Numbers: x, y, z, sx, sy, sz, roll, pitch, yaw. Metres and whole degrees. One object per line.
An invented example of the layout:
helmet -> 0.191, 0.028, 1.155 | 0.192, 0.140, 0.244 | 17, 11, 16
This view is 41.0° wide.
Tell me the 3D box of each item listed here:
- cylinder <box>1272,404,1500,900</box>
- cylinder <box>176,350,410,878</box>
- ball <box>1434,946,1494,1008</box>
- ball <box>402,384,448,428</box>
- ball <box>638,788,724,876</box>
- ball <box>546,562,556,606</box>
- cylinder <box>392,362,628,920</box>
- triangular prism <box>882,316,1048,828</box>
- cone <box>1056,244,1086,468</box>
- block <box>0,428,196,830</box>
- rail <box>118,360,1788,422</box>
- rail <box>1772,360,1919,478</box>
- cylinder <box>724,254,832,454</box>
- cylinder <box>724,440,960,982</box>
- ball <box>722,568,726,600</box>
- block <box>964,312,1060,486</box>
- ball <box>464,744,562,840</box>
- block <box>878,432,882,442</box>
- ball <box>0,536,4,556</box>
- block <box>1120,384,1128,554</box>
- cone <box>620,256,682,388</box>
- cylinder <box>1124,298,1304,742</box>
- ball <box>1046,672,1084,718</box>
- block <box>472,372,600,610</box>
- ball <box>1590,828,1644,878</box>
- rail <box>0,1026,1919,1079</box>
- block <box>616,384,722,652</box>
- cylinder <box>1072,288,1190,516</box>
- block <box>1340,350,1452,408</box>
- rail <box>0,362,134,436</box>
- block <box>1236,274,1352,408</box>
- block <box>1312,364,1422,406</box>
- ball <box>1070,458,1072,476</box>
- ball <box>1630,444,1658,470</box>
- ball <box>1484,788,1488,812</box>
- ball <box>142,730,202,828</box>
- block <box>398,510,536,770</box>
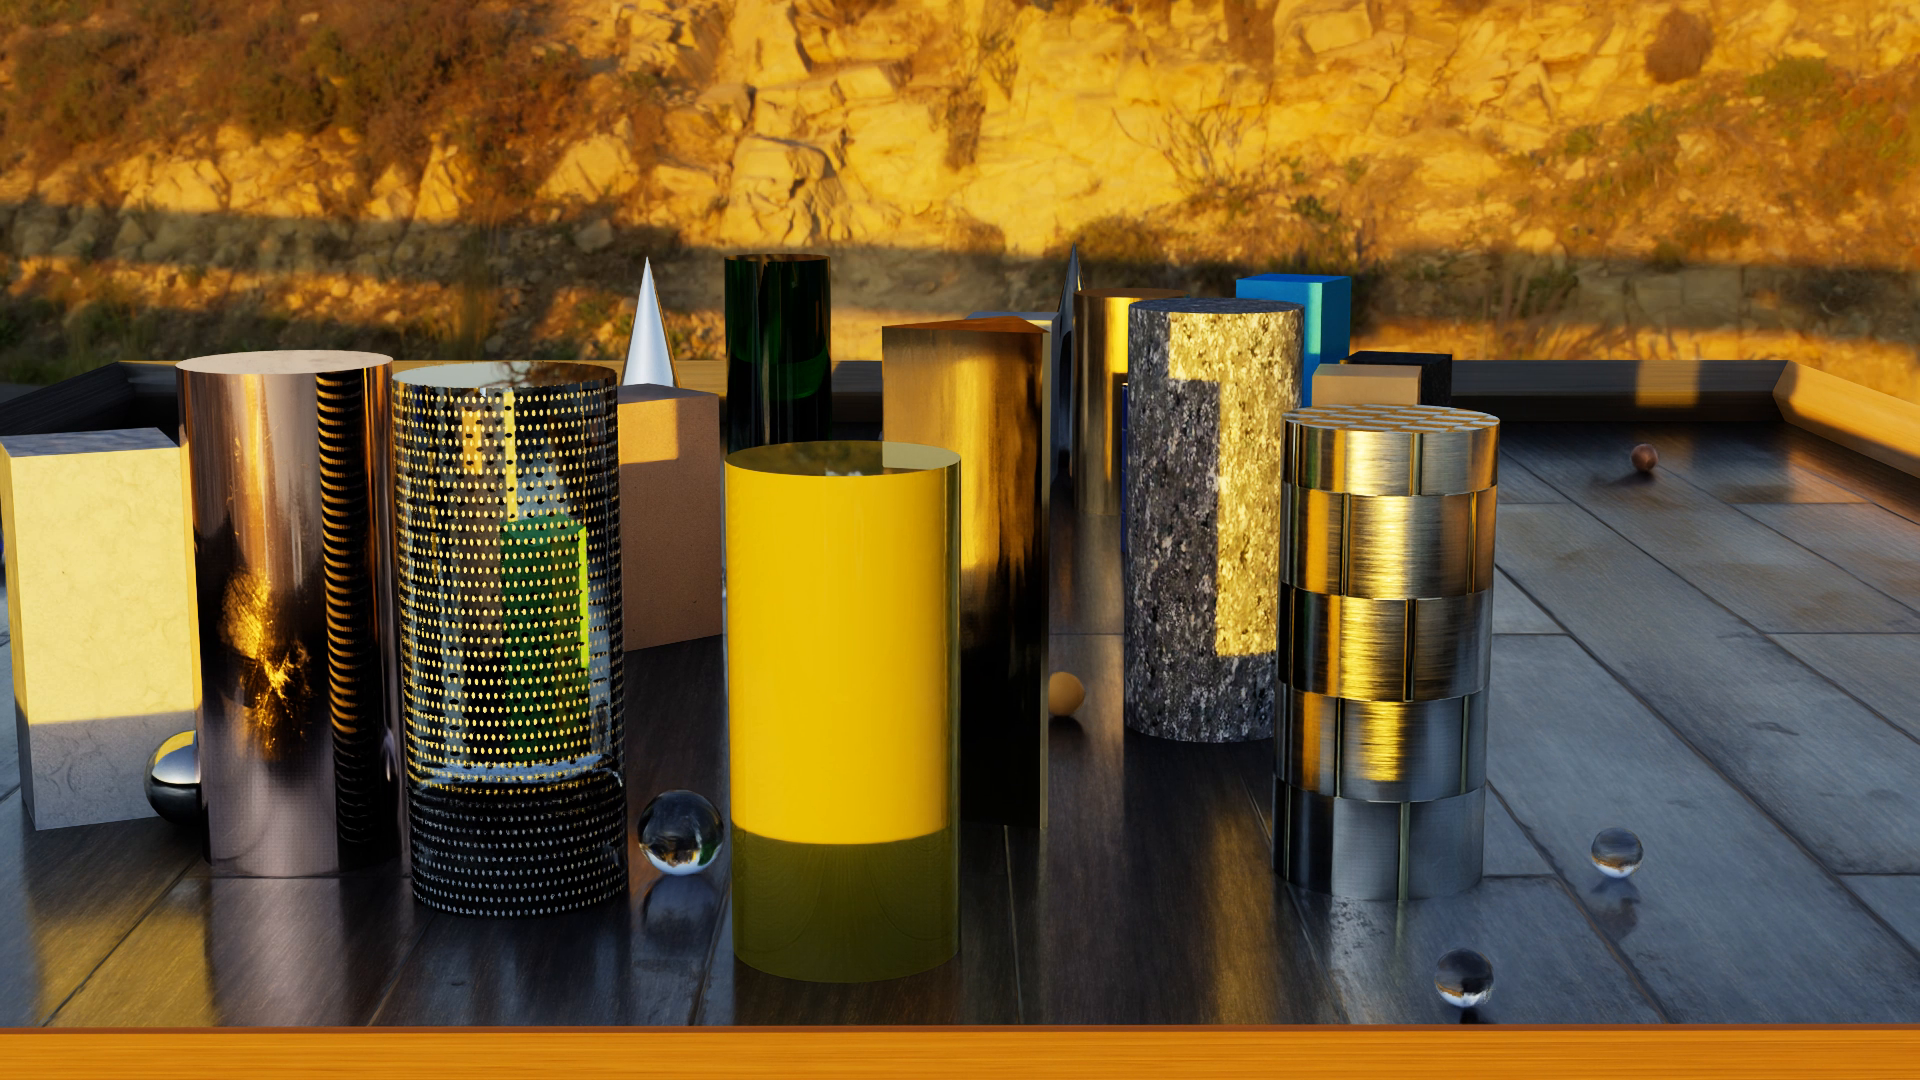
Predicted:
cylinder -> 0.382, 0.096, 2.315 | 0.192, 0.416, 0.192 | 0, 11, 0
cylinder -> -0.614, 0.063, 2.376 | 0.192, 0.458, 0.192 | 0, 11, 0
ball -> 0.394, 0.341, 2.004 | 0.047, 0.047, 0.047 | 0, 11, 0
ball -> -1.080, -0.270, 5.175 | 0.090, 0.090, 0.090 | 0, 11, 0
ball -> -0.253, 0.265, 2.327 | 0.079, 0.079, 0.079 | 0, 11, 0
ball -> -0.500, 0.056, 3.402 | 0.096, 0.096, 0.096 | 0, 11, 0
cylinder -> -0.394, 0.083, 2.261 | 0.192, 0.461, 0.192 | 0, 11, 0
triangular prism -> 0.028, 0.025, 2.524 | 0.166, 0.479, 0.144 | 4, 11, 20
cone -> 0.209, -0.350, 4.738 | 0.192, 0.406, 0.192 | 0, 11, 0
block -> -0.851, 0.083, 2.533 | 0.153, 0.362, 0.153 | -5, 12, -25
rail -> -0.011, -0.301, 5.242 | 3.425, 0.125, 0.045 | 0, 11, 0
rail -> 1.689, 0.030, 3.459 | 0.045, 0.125, 3.695 | 0, 11, 0
cylinder -> -0.329, -0.321, 4.651 | 0.192, 0.381, 0.192 | 0, 11, 0
cylinder -> -0.095, 0.136, 2.114 | 0.192, 0.411, 0.192 | 0, 11, 0
ball -> -0.325, 0.060, 3.528 | 0.043, 0.043, 0.043 | 0, 11, 0
block -> 0.092, -0.252, 4.535 | 0.153, 0.288, 0.153 | 1, 11, 7
ball -> -0.425, 0.238, 2.437 | 0.091, 0.091, 0.091 | 0, 11, 0
block -> -0.027, 0.000, 3.264 | 0.153, 0.257, 0.153 | 0, 11, 1
ball -> -1.436, 0.010, 3.793 | 0.045, 0.045, 0.045 | 0, 11, 0
block -> 0.340, -0.099, 3.804 | 0.153, 0.255, 0.153 | -4, 11, -18
cone -> -0.532, -0.285, 4.400 | 0.192, 0.403, 0.192 | 0, 11, 0
cylinder -> 0.279, -0.027, 2.837 | 0.192, 0.466, 0.192 | 0, 11, 0
ball -> 0.116, 0.174, 2.892 | 0.050, 0.050, 0.050 | 0, 11, 0
block -> -0.573, -0.068, 3.503 | 0.153, 0.304, 0.153 | -1, 11, -3
ball -> 0.594, 0.283, 2.320 | 0.046, 0.046, 0.046 | 0, 11, 0
rail -> 0.011, 0.366, 1.656 | 3.425, 0.125, 0.045 | 0, 11, 0
block -> -0.415, -0.033, 3.293 | 0.153, 0.312, 0.153 | -9, 14, -41
cylinder -> 0.282, -0.231, 4.237 | 0.192, 0.355, 0.192 | 0, 11, 0
block -> 0.712, -0.173, 4.205 | 0.153, 0.254, 0.153 | 4, 11, 21
rail -> -1.689, 0.034, 3.440 | 0.045, 0.125, 3.695 | 0, 11, 0
block -> 0.576, -0.274, 4.453 | 0.153, 0.361, 0.153 | 5, 12, 27
block -> 0.610, -0.120, 3.864 | 0.153, 0.273, 0.153 | 2, 11, 12
ball -> 0.231, -0.126, 4.407 | 0.086, 0.086, 0.086 | 0, 11, 0
ball -> 1.236, -0.149, 4.637 | 0.047, 0.047, 0.047 | 0, 11, 0
ball -> 0.476, 0.247, 2.466 | 0.063, 0.063, 0.063 | 0, 11, 0
ball -> -0.739, 0.230, 2.475 | 0.094, 0.094, 0.094 | 0, 11, 0
block -> -0.553, 0.104, 2.734 | 0.153, 0.247, 0.153 | 1, 11, 8
